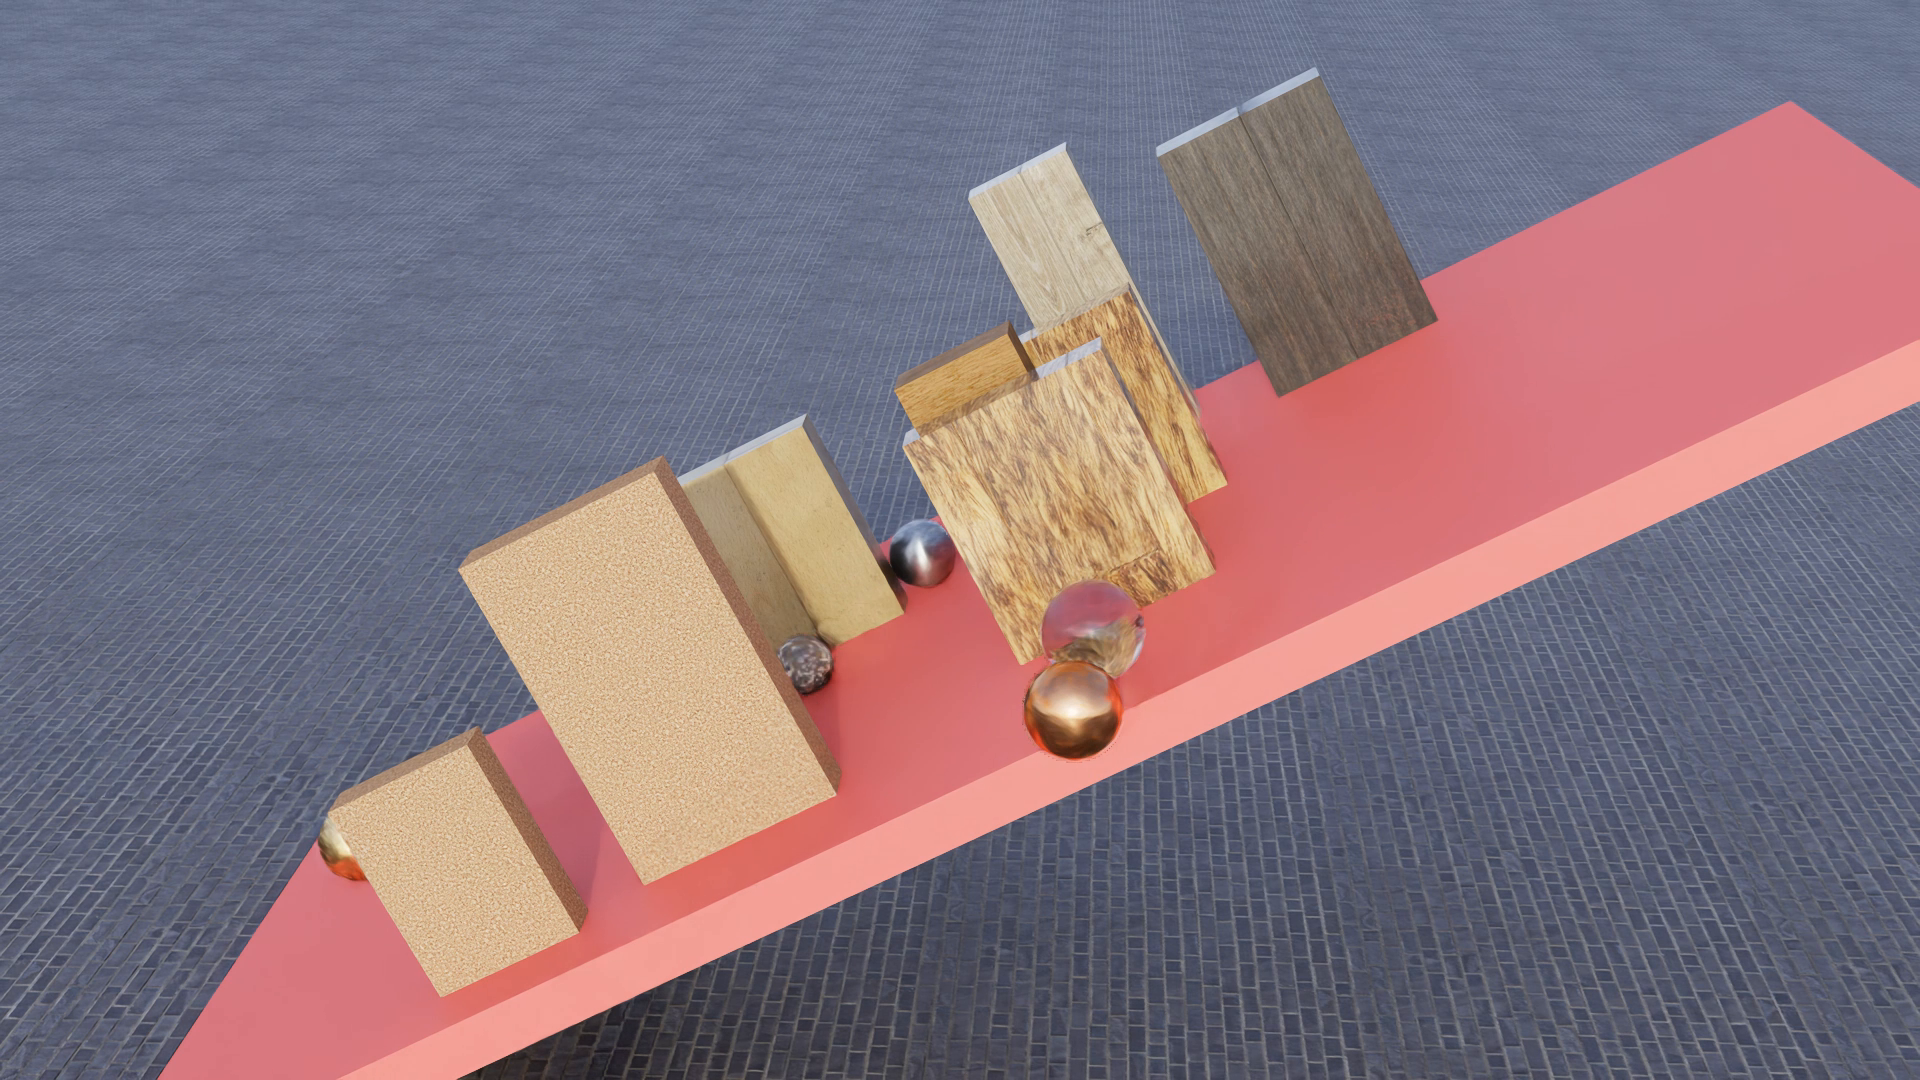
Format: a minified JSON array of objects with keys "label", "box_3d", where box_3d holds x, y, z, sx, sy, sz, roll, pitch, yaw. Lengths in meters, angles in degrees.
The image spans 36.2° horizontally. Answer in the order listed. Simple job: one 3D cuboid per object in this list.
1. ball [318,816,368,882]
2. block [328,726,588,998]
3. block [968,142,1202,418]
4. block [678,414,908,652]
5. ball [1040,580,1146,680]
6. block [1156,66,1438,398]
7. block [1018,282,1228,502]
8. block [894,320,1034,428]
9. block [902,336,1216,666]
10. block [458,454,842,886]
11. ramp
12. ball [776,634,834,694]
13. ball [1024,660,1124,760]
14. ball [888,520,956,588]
[{"label":"ball","box_3d":[-1.381,0.692,6.757,0.182,0.182,0.182,0,17,0]},{"label":"block","box_3d":[-0.966,0.622,5.677,0.312,0.431,0.104,-26,14,10]},{"label":"block","box_3d":[0.295,-0.552,6.877,0.251,0.705,0.115,-26,14,10]},{"label":"block","box_3d":[-0.430,0.035,6.631,0.445,0.486,0.112,-26,14,10]},{"label":"ball","box_3d":[0.246,0.170,5.448,0.194,0.194,0.194,0,17,0]},{"label":"block","box_3d":[0.762,-0.694,6.657,0.399,0.619,0.140,-26,14,10]},{"label":"block","box_3d":[0.303,-0.256,6.284,0.364,0.471,0.095,-26,14,10]},{"label":"block","box_3d":[0.116,-0.127,5.969,0.254,0.573,0.124,-26,14,10]},{"label":"block","box_3d":[0.197,-0.074,5.773,0.430,0.502,0.110,-26,14,10]},{"label":"block","box_3d":[-0.589,0.255,5.654,0.427,0.721,0.119,-26,14,10]},{"label":"ramp","box_3d":[0.140,0.167,6.281,4.000,0.100,2.000,-26,14,10]},{"label":"ball","box_3d":[-0.337,0.269,6.362,0.128,0.128,0.128,0,17,0]},{"label":"ball","box_3d":[0.200,0.300,5.194,0.177,0.177,0.177,0,17,0]},{"label":"ball","box_3d":[-0.086,0.031,6.676,0.153,0.153,0.153,0,17,0]}]
